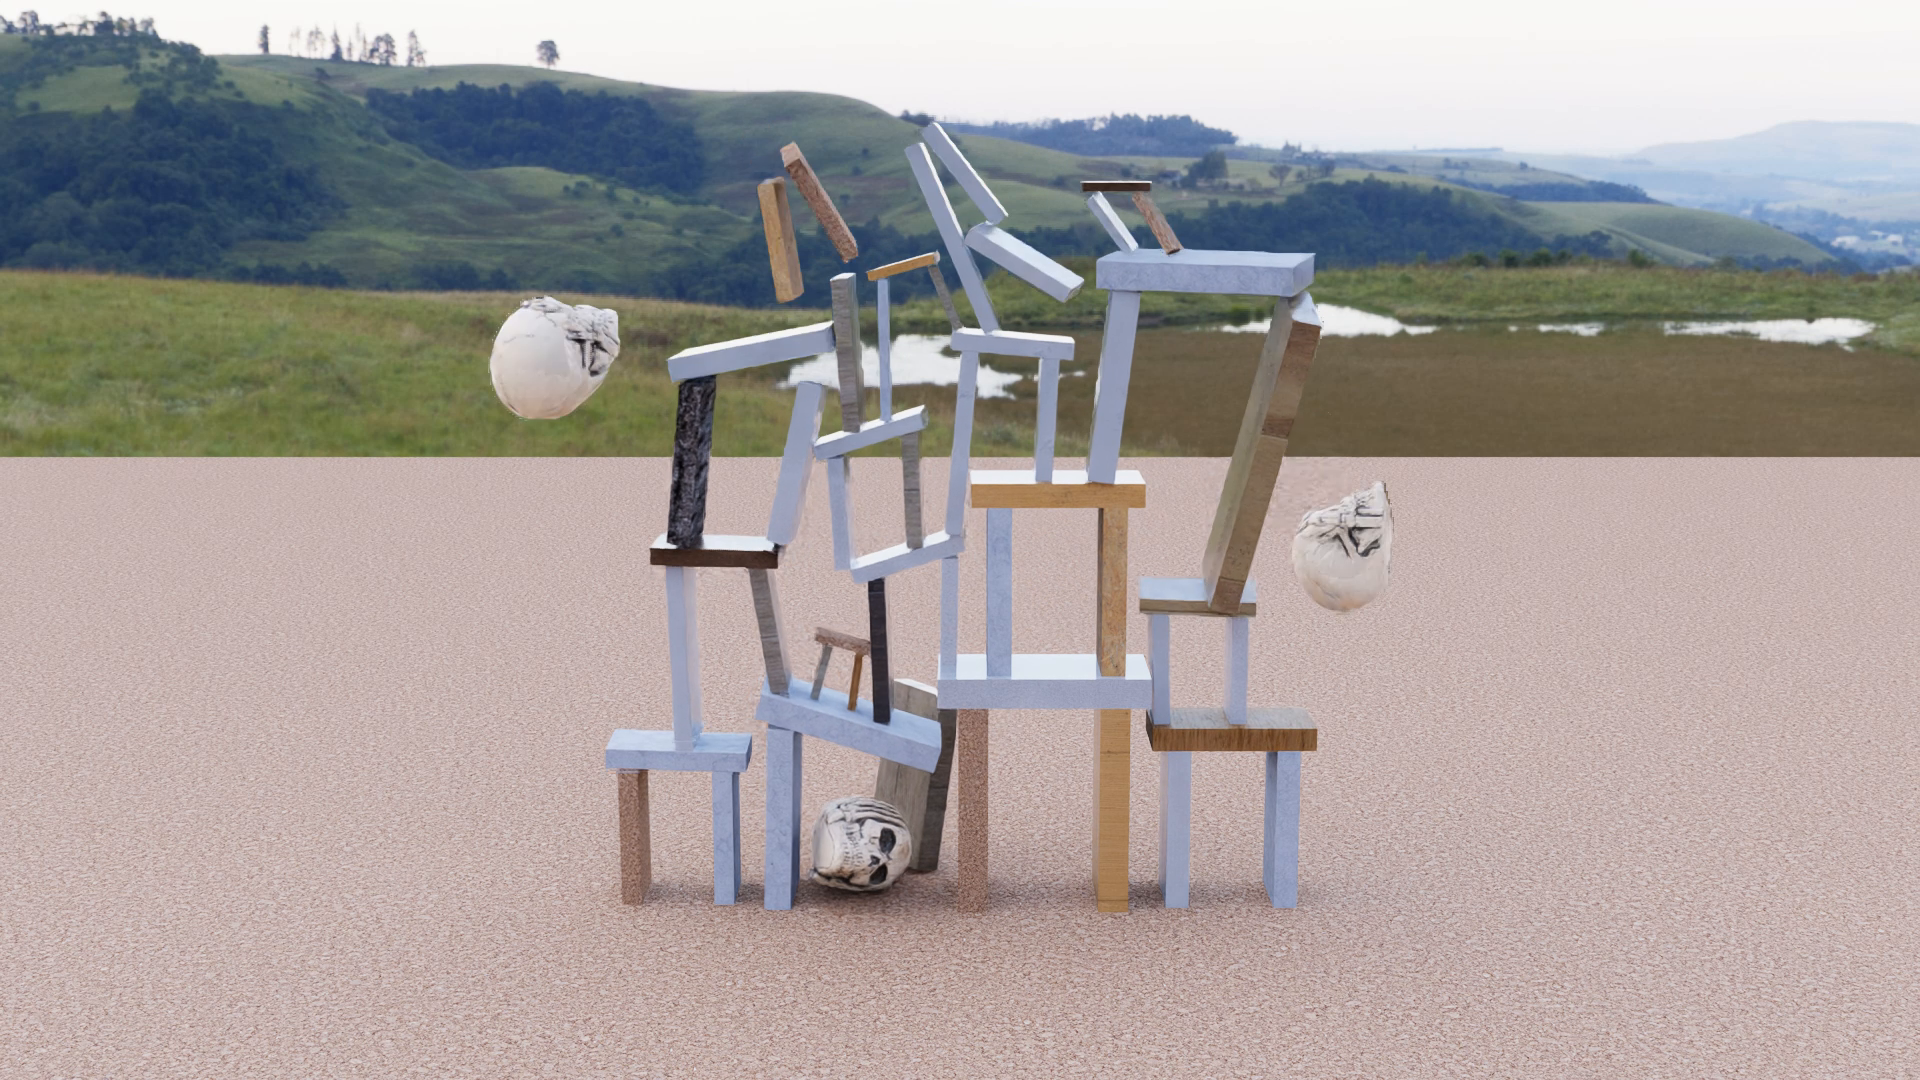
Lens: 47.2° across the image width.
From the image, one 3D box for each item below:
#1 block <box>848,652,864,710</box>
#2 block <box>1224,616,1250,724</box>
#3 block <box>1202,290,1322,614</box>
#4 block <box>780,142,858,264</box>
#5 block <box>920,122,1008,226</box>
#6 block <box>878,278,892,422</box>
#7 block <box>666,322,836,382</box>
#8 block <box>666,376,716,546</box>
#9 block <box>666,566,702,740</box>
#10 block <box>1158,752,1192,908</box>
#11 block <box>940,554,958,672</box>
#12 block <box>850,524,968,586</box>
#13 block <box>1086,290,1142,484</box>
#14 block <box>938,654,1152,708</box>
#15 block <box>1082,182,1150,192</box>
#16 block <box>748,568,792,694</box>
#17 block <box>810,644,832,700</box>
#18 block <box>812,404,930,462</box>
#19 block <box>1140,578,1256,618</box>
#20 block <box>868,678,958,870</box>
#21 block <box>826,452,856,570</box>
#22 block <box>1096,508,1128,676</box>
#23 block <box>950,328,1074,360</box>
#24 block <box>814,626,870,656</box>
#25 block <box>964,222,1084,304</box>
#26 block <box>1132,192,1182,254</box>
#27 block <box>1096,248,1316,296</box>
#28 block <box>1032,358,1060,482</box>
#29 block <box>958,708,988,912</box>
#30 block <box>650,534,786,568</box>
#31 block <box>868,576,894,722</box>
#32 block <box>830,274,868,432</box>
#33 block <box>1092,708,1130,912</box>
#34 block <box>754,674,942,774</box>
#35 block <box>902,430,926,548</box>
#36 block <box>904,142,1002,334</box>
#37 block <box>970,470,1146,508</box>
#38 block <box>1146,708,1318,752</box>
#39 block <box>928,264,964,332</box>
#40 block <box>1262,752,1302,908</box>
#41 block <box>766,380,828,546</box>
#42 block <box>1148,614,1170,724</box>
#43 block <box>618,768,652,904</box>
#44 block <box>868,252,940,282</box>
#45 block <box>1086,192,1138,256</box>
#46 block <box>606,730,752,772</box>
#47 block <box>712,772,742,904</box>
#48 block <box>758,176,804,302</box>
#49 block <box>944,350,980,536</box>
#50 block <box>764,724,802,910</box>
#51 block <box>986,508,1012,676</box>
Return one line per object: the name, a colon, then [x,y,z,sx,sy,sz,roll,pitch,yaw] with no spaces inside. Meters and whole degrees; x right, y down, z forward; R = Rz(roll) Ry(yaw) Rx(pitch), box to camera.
block: [-0.171,0.227,3.605,0.013,0.094,0.047,8,10,-2]
block: [0.452,0.199,3.599,0.026,0.186,0.093,0,12,1]
block: [0.465,-0.137,3.429,0.043,0.495,0.153,11,26,-5]
block: [-0.219,-0.527,3.432,0.026,0.183,0.091,-30,27,6]
block: [0.008,-0.576,3.460,0.026,0.184,0.092,-38,5,9]
block: [-0.120,-0.303,3.498,0.015,0.223,0.054,-1,11,2]
block: [-0.323,-0.299,3.482,0.256,0.036,0.128,-10,10,9]
block: [-0.429,-0.130,3.523,0.036,0.256,0.128,7,13,3]
block: [-0.450,0.173,3.595,0.029,0.291,0.102,-1,10,4]
block: [0.355,0.460,3.642,0.038,0.266,0.133,0,11,0]
block: [-0.017,0.113,3.583,0.027,0.187,0.094,1,11,0]
block: [-0.081,0.024,3.568,0.187,0.027,0.094,-18,10,6]
block: [0.243,-0.257,3.498,0.043,0.307,0.153,7,15,1]
block: [0.135,0.231,3.598,0.342,0.048,0.171,0,11,0]
block: [0.242,-0.550,3.420,0.104,0.015,0.052,0,10,1]
block: [-0.307,0.136,3.572,0.029,0.204,0.102,-9,11,2]
block: [-0.226,0.211,3.600,0.013,0.095,0.047,15,11,-5]
block: [-0.142,-0.172,3.530,0.182,0.026,0.091,-17,10,8]
block: [0.385,0.093,3.562,0.186,0.026,0.093,2,21,5]
block: [-0.080,0.406,3.822,0.043,0.303,0.152,4,6,-37]
block: [-0.191,-0.050,3.560,0.026,0.182,0.091,-3,11,4]
block: [0.246,0.071,3.571,0.039,0.275,0.137,0,11,0]
block: [0.082,-0.313,3.502,0.194,0.028,0.097,5,11,-1]
block: [-0.191,0.165,3.593,0.095,0.013,0.047,16,11,-5]
block: [0.101,-0.437,3.457,0.185,0.026,0.092,32,21,6]
block: [0.307,-0.492,3.414,0.015,0.104,0.052,-33,-4,22]
block: [0.380,-0.415,3.398,0.307,0.043,0.153,5,16,20]
block: [0.138,-0.198,3.523,0.028,0.194,0.097,3,11,-1]
block: [0.021,0.423,3.634,0.048,0.342,0.171,0,11,0]
block: [-0.390,0.018,3.550,0.204,0.029,0.102,1,13,3]
block: [-0.128,0.173,3.596,0.027,0.231,0.094,-1,10,3]
block: [-0.176,-0.298,3.502,0.026,0.242,0.091,-3,12,6]
block: [0.249,0.423,3.634,0.048,0.342,0.171,0,11,0]
block: [-0.182,0.297,3.611,0.303,0.043,0.152,17,11,-4]
block: [-0.075,-0.086,3.545,0.026,0.182,0.091,-2,11,3]
block: [-0.010,-0.478,3.474,0.026,0.313,0.092,-23,9,7]
block: [0.155,-0.082,3.541,0.274,0.039,0.137,0,11,0]
block: [0.444,0.311,3.615,0.266,0.038,0.133,0,11,0]
block: [-0.023,-0.386,3.484,0.015,0.109,0.054,-23,10,4]
block: [0.533,0.460,3.642,0.038,0.266,0.133,0,11,0]
block: [-0.259,-0.125,3.509,0.036,0.256,0.128,13,5,0]
block: [0.325,0.199,3.601,0.026,0.186,0.093,-2,11,0]
block: [-0.539,0.476,3.646,0.032,0.228,0.114,0,13,0]
block: [-0.088,-0.432,3.469,0.109,0.015,0.054,-14,9,12]
block: [0.238,-0.494,3.433,0.015,0.104,0.052,-35,6,22]
block: [-0.462,0.347,3.621,0.228,0.032,0.114,2,11,-1]
block: [-0.387,0.477,3.649,0.032,0.228,0.114,0,11,0]
block: [-0.279,-0.469,3.430,0.026,0.183,0.091,-7,15,8]
block: [0.002,-0.161,3.530,0.028,0.294,0.097,5,10,-1]
block: [-0.292,0.441,3.639,0.043,0.303,0.152,2,11,1]
block: [0.063,0.072,3.571,0.039,0.275,0.137,0,11,0]
